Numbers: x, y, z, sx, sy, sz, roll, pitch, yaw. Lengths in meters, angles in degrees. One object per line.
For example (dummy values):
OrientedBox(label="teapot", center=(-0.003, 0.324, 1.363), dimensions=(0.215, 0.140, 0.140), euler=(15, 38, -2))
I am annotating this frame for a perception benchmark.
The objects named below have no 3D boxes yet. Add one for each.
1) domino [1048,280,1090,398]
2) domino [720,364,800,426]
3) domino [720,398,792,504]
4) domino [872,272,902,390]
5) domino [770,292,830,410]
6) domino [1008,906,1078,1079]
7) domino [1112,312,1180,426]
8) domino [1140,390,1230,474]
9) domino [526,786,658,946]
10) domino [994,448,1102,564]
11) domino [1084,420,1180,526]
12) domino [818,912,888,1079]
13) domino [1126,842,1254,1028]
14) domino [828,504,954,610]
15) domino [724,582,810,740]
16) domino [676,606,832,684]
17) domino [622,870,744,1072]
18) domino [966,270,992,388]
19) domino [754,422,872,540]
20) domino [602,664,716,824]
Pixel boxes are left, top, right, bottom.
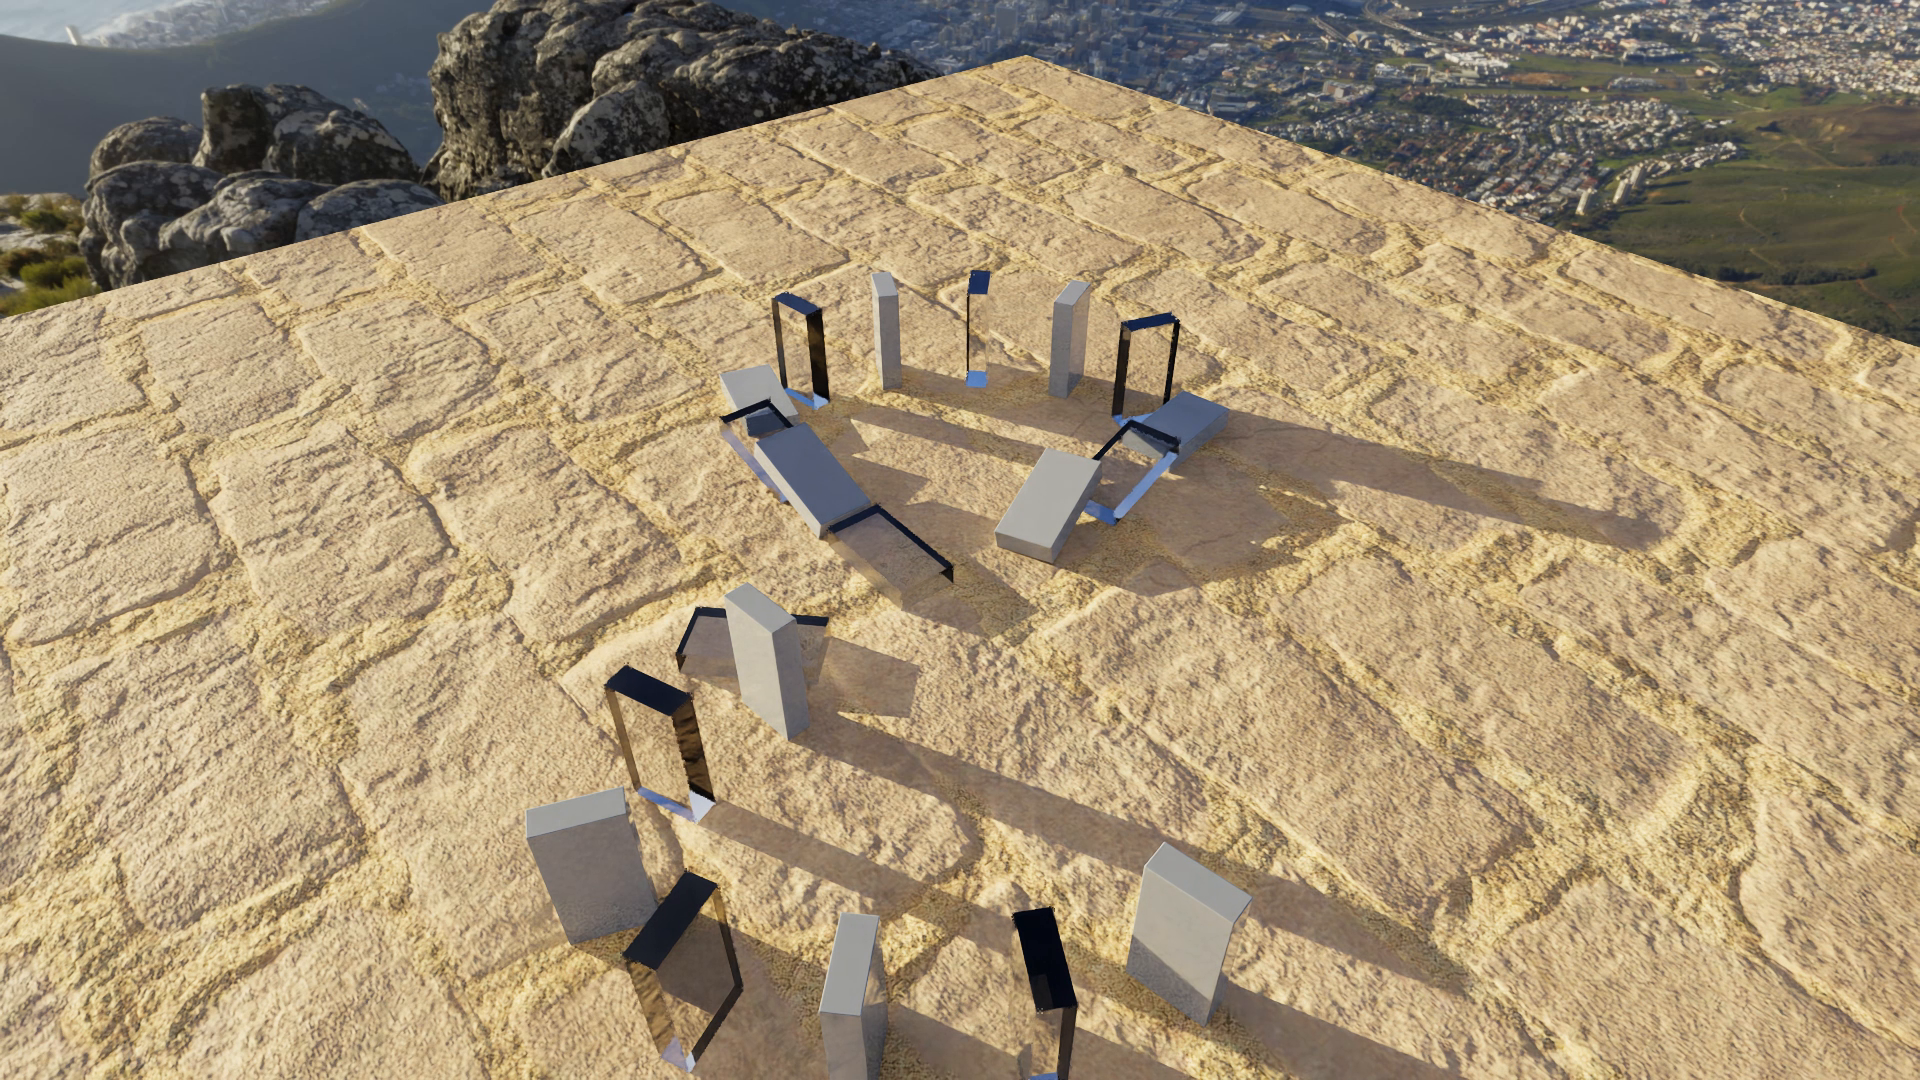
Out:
OrientedBox(label="domino", center=(0.053, -0.096, 0.529), dimensions=(0.009, 0.050, 0.025), euler=(16, 42, 19))
OrientedBox(label="domino", center=(-0.096, -0.066, 0.524), dimensions=(0.025, 0.010, 0.050), euler=(-15, 42, -18))
OrientedBox(label="domino", center=(-0.082, -0.040, 0.484), dimensions=(0.025, 0.010, 0.050), euler=(-28, 59, -29))
OrientedBox(label="domino", center=(-0.036, -0.102, 0.535), dimensions=(0.009, 0.050, 0.025), euler=(-7, 40, -9))
OrientedBox(label="domino", center=(-0.075, -0.090, 0.521), dimensions=(0.025, 0.050, 0.010), euler=(31, 48, 32))
OrientedBox(label="domino", center=(0.020, 0.116, 0.270), dimensions=(0.009, 0.050, 0.025), euler=(-6, 40, -7))
OrientedBox(label="domino", center=(0.085, -0.078, 0.507), dimensions=(0.025, 0.050, 0.010), euler=(-14, 41, -17))
OrientedBox(label="domino", center=(0.099, -0.050, 0.505), dimensions=(0.025, 0.010, 0.050), euler=(29, 47, 30))
OrientedBox(label="domino", center=(-0.100, 0.090, 0.302), dimensions=(0.025, 0.050, 0.010), euler=(-12, 41, -14))
OrientedBox(label="domino", center=(0.037, -0.015, 0.452), dimensions=(0.025, 0.010, 0.050), euler=(17, 55, 24))
OrientedBox(label="domino", center=(0.070, -0.030, 0.472), dimensions=(0.025, 0.010, 0.050), euler=(28, 58, 30))
OrientedBox(label="domino", center=(-0.025, 0.117, 0.269), dimensions=(0.010, 0.050, 0.025), euler=(4, 40, 5))
OrientedBox(label="domino", center=(0.058, 0.103, 0.286), dimensions=(0.025, 0.050, 0.010), euler=(28, 47, 30))
OrientedBox(label="domino", center=(-0.028, 0.006, 0.436), dimensions=(0.025, 0.010, 0.050), euler=(-27, 47, -29))
OrientedBox(label="domino", center=(-0.063, 0.040, 0.362), dimensions=(0.025, 0.050, 0.009), euler=(32, 49, 33))
OrientedBox(label="domino", center=(-0.074, 0.038, 0.397), dimensions=(0.050, 0.010, 0.025), euler=(4, 40, 5))
OrientedBox(label="domino", center=(-0.069, 0.110, 0.278), dimensions=(0.010, 0.050, 0.025), euler=(16, 42, 19))
OrientedBox(label="domino", center=(0.009, -0.103, 0.537), dimensions=(0.009, 0.050, 0.025), euler=(3, 39, 4))
OrientedBox(label="domino", center=(-0.062, -0.026, 0.463), dimensions=(0.025, 0.010, 0.050), euler=(-27, 64, -29))
OrientedBox(label="domino", center=(-0.091, 0.063, 0.335), dimensions=(0.025, 0.050, 0.009), euler=(20, 43, 22))
